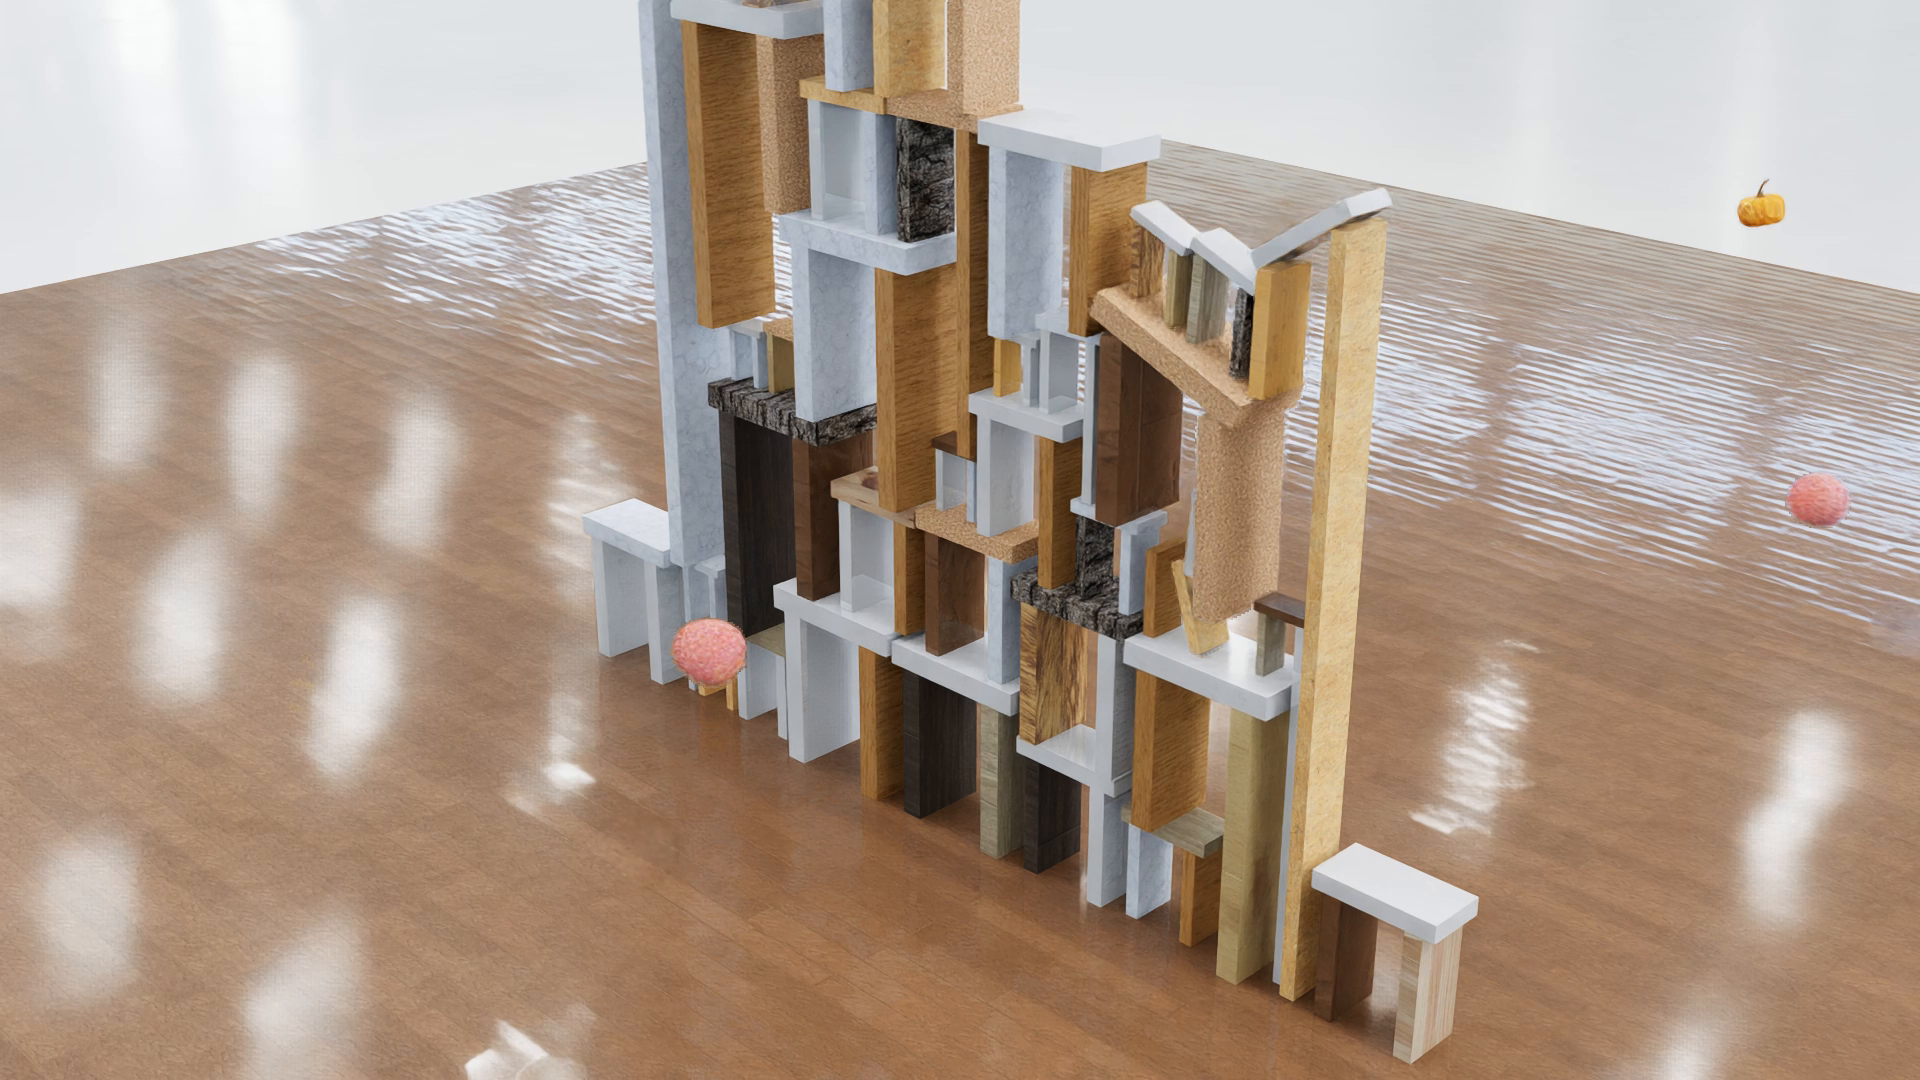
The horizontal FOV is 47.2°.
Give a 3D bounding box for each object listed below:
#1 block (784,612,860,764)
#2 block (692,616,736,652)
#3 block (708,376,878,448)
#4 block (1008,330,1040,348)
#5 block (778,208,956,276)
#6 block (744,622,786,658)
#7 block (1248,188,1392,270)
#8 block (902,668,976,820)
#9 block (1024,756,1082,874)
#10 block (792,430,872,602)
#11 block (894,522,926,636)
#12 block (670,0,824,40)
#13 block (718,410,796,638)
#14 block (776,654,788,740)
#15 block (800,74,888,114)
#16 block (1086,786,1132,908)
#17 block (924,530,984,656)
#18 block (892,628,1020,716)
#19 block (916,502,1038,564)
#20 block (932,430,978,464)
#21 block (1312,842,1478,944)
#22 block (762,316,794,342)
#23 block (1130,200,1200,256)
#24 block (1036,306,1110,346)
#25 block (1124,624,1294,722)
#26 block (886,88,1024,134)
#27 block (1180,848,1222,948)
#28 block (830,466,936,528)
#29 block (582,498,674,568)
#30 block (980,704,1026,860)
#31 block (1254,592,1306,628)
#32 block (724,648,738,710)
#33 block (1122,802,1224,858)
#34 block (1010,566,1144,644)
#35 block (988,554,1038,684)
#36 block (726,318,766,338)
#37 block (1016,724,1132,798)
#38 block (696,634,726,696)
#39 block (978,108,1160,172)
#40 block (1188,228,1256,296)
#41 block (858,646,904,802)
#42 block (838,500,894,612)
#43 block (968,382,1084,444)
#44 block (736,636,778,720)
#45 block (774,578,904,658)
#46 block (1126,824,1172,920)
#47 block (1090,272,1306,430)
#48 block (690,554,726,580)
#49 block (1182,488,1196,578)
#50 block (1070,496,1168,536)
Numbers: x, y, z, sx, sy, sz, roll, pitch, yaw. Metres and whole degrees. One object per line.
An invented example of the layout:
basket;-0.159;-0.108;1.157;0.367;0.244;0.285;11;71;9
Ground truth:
block;-0.286;0.287;4.652;0.048;0.338;0.169;21;31;41
block;-0.518;0.204;4.871;0.149;0.021;0.075;21;31;41
block;-0.337;-0.276;4.477;0.345;0.049;0.172;21;31;41
block;0.117;-0.368;3.945;0.055;0.016;0.111;-20;30;-39
block;-0.161;-0.575;4.156;0.352;0.050;0.176;21;31;41
block;-0.395;0.201;4.744;0.198;0.028;0.099;21;31;40
block;0.559;-0.483;3.414;0.105;0.030;0.210;-21;-3;-41
block;-0.040;0.385;4.437;0.046;0.325;0.162;21;31;41
block;0.180;0.511;4.243;0.035;0.246;0.123;21;31;41
block;-0.256;-0.063;4.479;0.049;0.345;0.172;21;31;41
block;-0.075;0.060;4.329;0.118;0.236;0.033;-21;31;-40
block;-0.384;-1.013;4.204;0.168;0.048;0.336;-22;31;-40
block;-0.419;-0.053;4.659;0.049;0.505;0.172;21;31;40
block;-0.348;0.323;4.745;0.028;0.198;0.099;21;31;41
block;-0.178;-0.827;4.060;0.114;0.032;0.228;-22;31;-40
block;0.296;0.556;4.136;0.035;0.246;0.123;21;31;41
block;-0.009;0.087;4.279;0.036;0.256;0.128;21;31;41
block;0.037;0.244;4.294;0.325;0.046;0.162;21;31;41
block;0.051;-0.024;4.166;0.128;0.036;0.256;-21;31;-41
block;0.011;-0.176;4.140;0.062;0.017;0.123;-22;31;-41
block;0.728;0.591;3.690;0.247;0.035;0.124;21;31;41
block;-0.332;-0.420;4.411;0.063;0.018;0.125;-20;30;-39
block;0.346;-0.514;3.625;0.063;0.018;0.126;-20;52;-40
block;0.215;-0.373;3.835;0.155;0.022;0.077;21;31;40
block;0.455;0.218;3.816;0.157;0.045;0.315;-21;31;-40
block;-0.010;-0.766;3.910;0.115;0.033;0.230;-22;31;-40
block;0.446;0.636;4.013;0.028;0.194;0.097;21;31;41
block;-0.131;-0.085;4.327;0.236;0.033;0.118;21;31;40
block;-0.707;-0.017;4.989;0.296;0.042;0.148;21;31;41
block;0.114;0.445;4.296;0.046;0.325;0.162;21;31;41
block;0.555;0.118;3.675;0.116;0.016;0.058;21;31;40
block;-0.483;0.296;4.872;0.021;0.149;0.075;21;31;41
block;0.400;0.516;4.013;0.194;0.028;0.097;21;31;41
block;0.244;0.107;4.008;0.143;0.040;0.285;-21;31;-41
block;0.111;0.134;4.168;0.128;0.256;0.036;-21;31;-41
block;-0.423;-0.435;4.493;0.054;0.015;0.108;-22;31;-40
block;0.238;0.404;4.135;0.123;0.035;0.246;-21;31;-40
block;-0.554;0.269;4.936;0.021;0.149;0.075;21;31;41
block;0.184;-0.683;3.742;0.145;0.041;0.290;-21;31;-40
block;0.447;-0.450;3.549;0.074;0.021;0.148;-20;52;-40
block;-0.127;0.349;4.505;0.048;0.338;0.169;21;31;41
block;-0.187;0.017;4.430;0.033;0.236;0.118;21;31;41
block;0.139;-0.233;3.972;0.117;0.033;0.234;-21;31;-40
block;-0.442;0.287;4.831;0.028;0.198;0.099;21;31;41
block;-0.206;0.140;4.503;0.338;0.048;0.169;21;31;41
block;0.354;0.600;4.098;0.028;0.194;0.097;21;31;41
block;0.394;-0.319;3.663;0.169;0.048;0.338;-21;52;-40
block;-0.550;0.049;4.836;0.136;0.019;0.068;21;31;41
block;0.422;-0.023;3.744;0.023;0.163;0.081;28;37;36
block;0.281;-0.050;3.893;0.079;0.022;0.158;-21;31;-40
